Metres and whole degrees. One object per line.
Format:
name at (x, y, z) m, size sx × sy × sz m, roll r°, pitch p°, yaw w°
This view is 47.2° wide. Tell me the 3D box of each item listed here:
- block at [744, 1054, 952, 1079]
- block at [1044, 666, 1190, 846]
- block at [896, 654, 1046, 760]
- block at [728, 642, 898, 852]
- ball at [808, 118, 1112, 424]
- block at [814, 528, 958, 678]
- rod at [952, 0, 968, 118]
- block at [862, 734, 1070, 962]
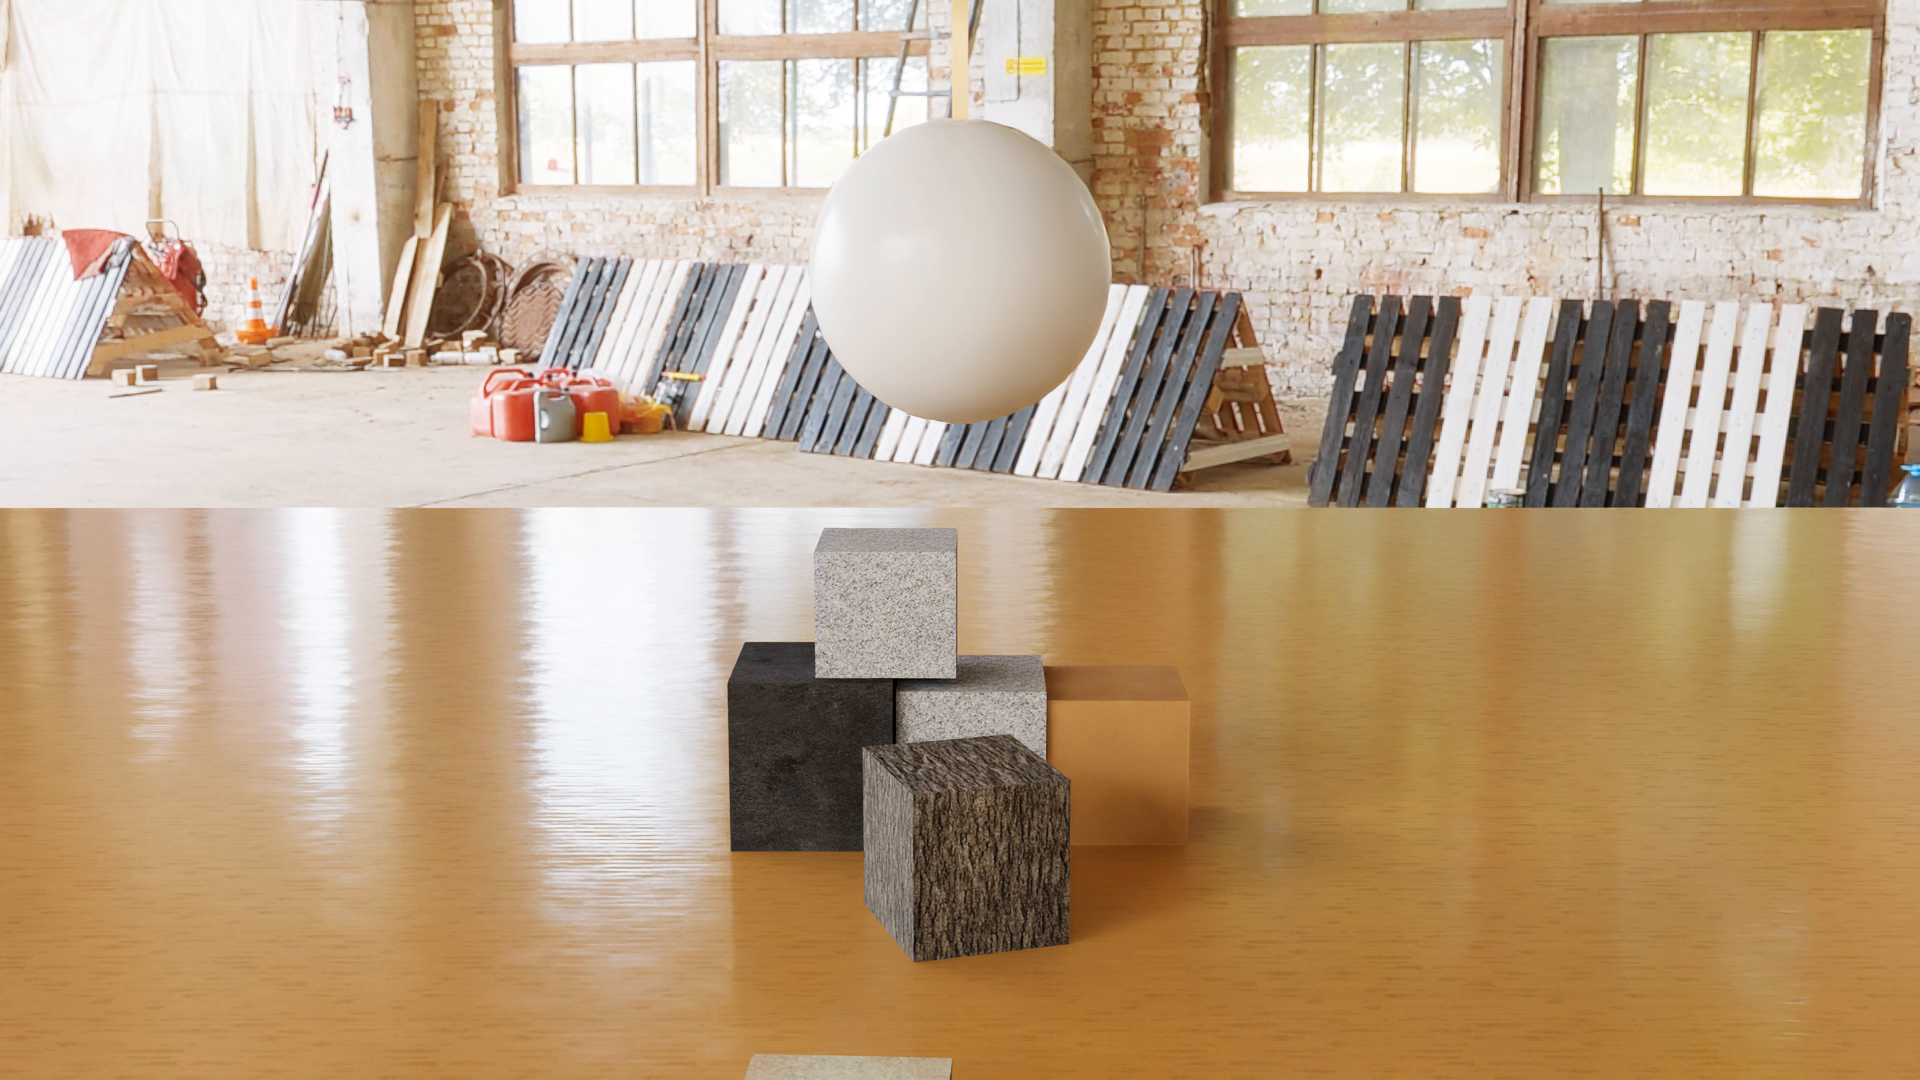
block at (-0.363, 2.015, 6.798) m, size 0.643 × 0.602 × 0.669 m, roll 1°, pitch 10°, yaw 3°
block at (0.792, 1.104, 11.394) m, size 0.712 × 0.751 × 0.744 m, roll 0°, pitch 10°, yaw 0°
block at (0.057, 1.079, 11.386) m, size 0.749 × 0.804 × 0.800 m, roll 0°, pitch 10°, yaw 0°
block at (-0.740, 1.051, 11.364) m, size 0.814 × 0.867 × 0.903 m, roll 0°, pitch 10°, yaw 0°
ball at (0.000, -1.416, 11.604) m, size 1.600 × 1.600 × 1.600 m, roll 0°, pitch 10°, yaw 0°
block at (-0.366, 0.312, 11.219) m, size 0.699 × 0.639 × 0.679 m, roll 0°, pitch 10°, yaw 1°
rod at (0.000, -4.672, 10.626) m, size 0.080 × 5.200 × 0.080 m, roll 0°, pitch 17°, yaw 0°
block at (0.018, 1.370, 9.925) m, size 0.719 × 0.753 × 0.795 m, roll -3°, pitch 11°, yaw -18°
